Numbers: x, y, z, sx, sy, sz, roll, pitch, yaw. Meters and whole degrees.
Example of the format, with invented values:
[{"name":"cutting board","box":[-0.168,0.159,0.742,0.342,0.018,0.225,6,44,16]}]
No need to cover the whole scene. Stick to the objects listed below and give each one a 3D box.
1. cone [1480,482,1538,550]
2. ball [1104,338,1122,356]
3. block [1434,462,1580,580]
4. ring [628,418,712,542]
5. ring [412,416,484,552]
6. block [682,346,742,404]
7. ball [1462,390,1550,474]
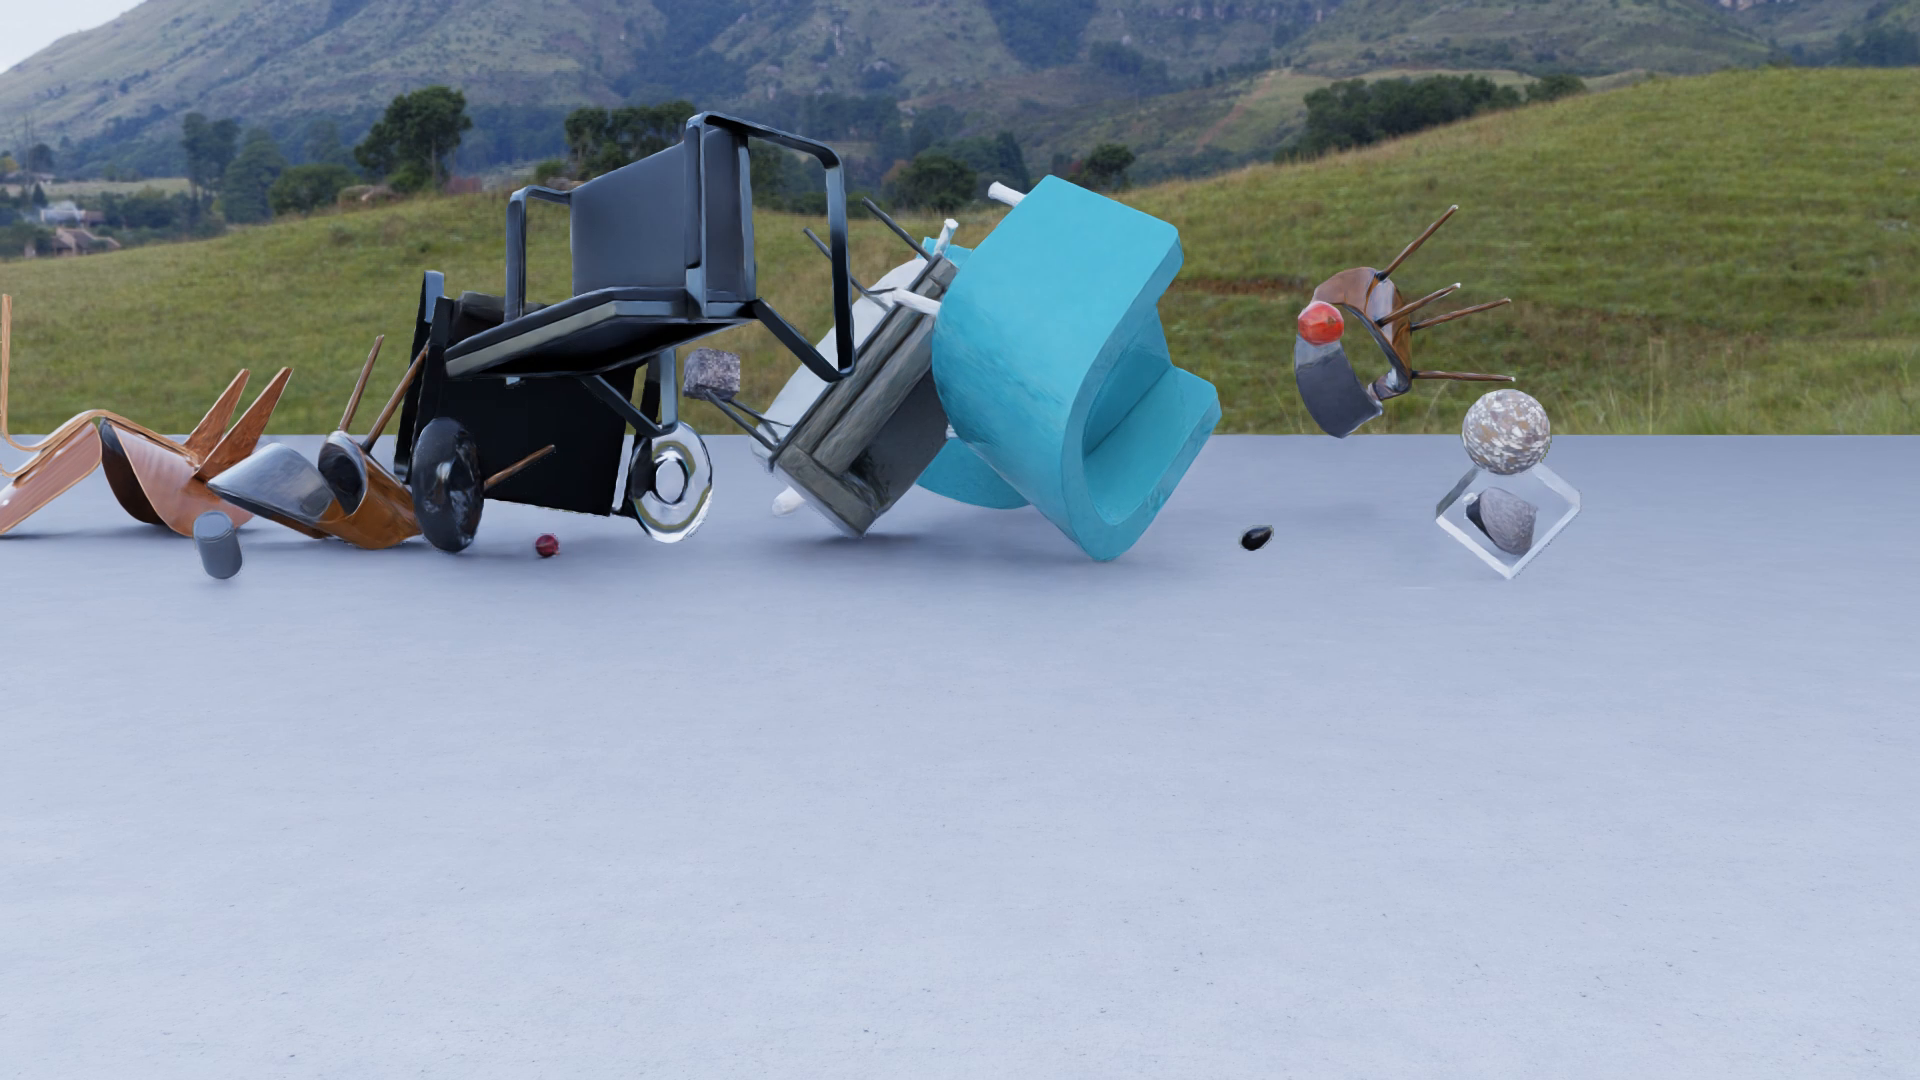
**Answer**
[{"name":"cone","box":[1.566,-0.087,6.128,0.244,0.204,0.105,10,-28,-42]},{"name":"ball","box":[0.572,-0.721,8.197,0.067,0.067,0.067,0,4,0]},{"name":"block","box":[1.274,-0.076,5.121,0.224,0.236,0.105,38,27,-3]},{"name":"ring","box":[-0.842,-0.171,6.383,0.258,0.363,0.053,-3,9,-26]},{"name":"ring","box":[-1.360,-0.146,5.846,0.104,0.375,0.262,5,23,17]},{"name":"block","box":[-0.752,-0.499,6.667,0.135,0.121,0.122,10,-19,-26]},{"name":"ball","box":[1.159,-0.229,4.668,0.182,0.182,0.182,0,4,0]}]
